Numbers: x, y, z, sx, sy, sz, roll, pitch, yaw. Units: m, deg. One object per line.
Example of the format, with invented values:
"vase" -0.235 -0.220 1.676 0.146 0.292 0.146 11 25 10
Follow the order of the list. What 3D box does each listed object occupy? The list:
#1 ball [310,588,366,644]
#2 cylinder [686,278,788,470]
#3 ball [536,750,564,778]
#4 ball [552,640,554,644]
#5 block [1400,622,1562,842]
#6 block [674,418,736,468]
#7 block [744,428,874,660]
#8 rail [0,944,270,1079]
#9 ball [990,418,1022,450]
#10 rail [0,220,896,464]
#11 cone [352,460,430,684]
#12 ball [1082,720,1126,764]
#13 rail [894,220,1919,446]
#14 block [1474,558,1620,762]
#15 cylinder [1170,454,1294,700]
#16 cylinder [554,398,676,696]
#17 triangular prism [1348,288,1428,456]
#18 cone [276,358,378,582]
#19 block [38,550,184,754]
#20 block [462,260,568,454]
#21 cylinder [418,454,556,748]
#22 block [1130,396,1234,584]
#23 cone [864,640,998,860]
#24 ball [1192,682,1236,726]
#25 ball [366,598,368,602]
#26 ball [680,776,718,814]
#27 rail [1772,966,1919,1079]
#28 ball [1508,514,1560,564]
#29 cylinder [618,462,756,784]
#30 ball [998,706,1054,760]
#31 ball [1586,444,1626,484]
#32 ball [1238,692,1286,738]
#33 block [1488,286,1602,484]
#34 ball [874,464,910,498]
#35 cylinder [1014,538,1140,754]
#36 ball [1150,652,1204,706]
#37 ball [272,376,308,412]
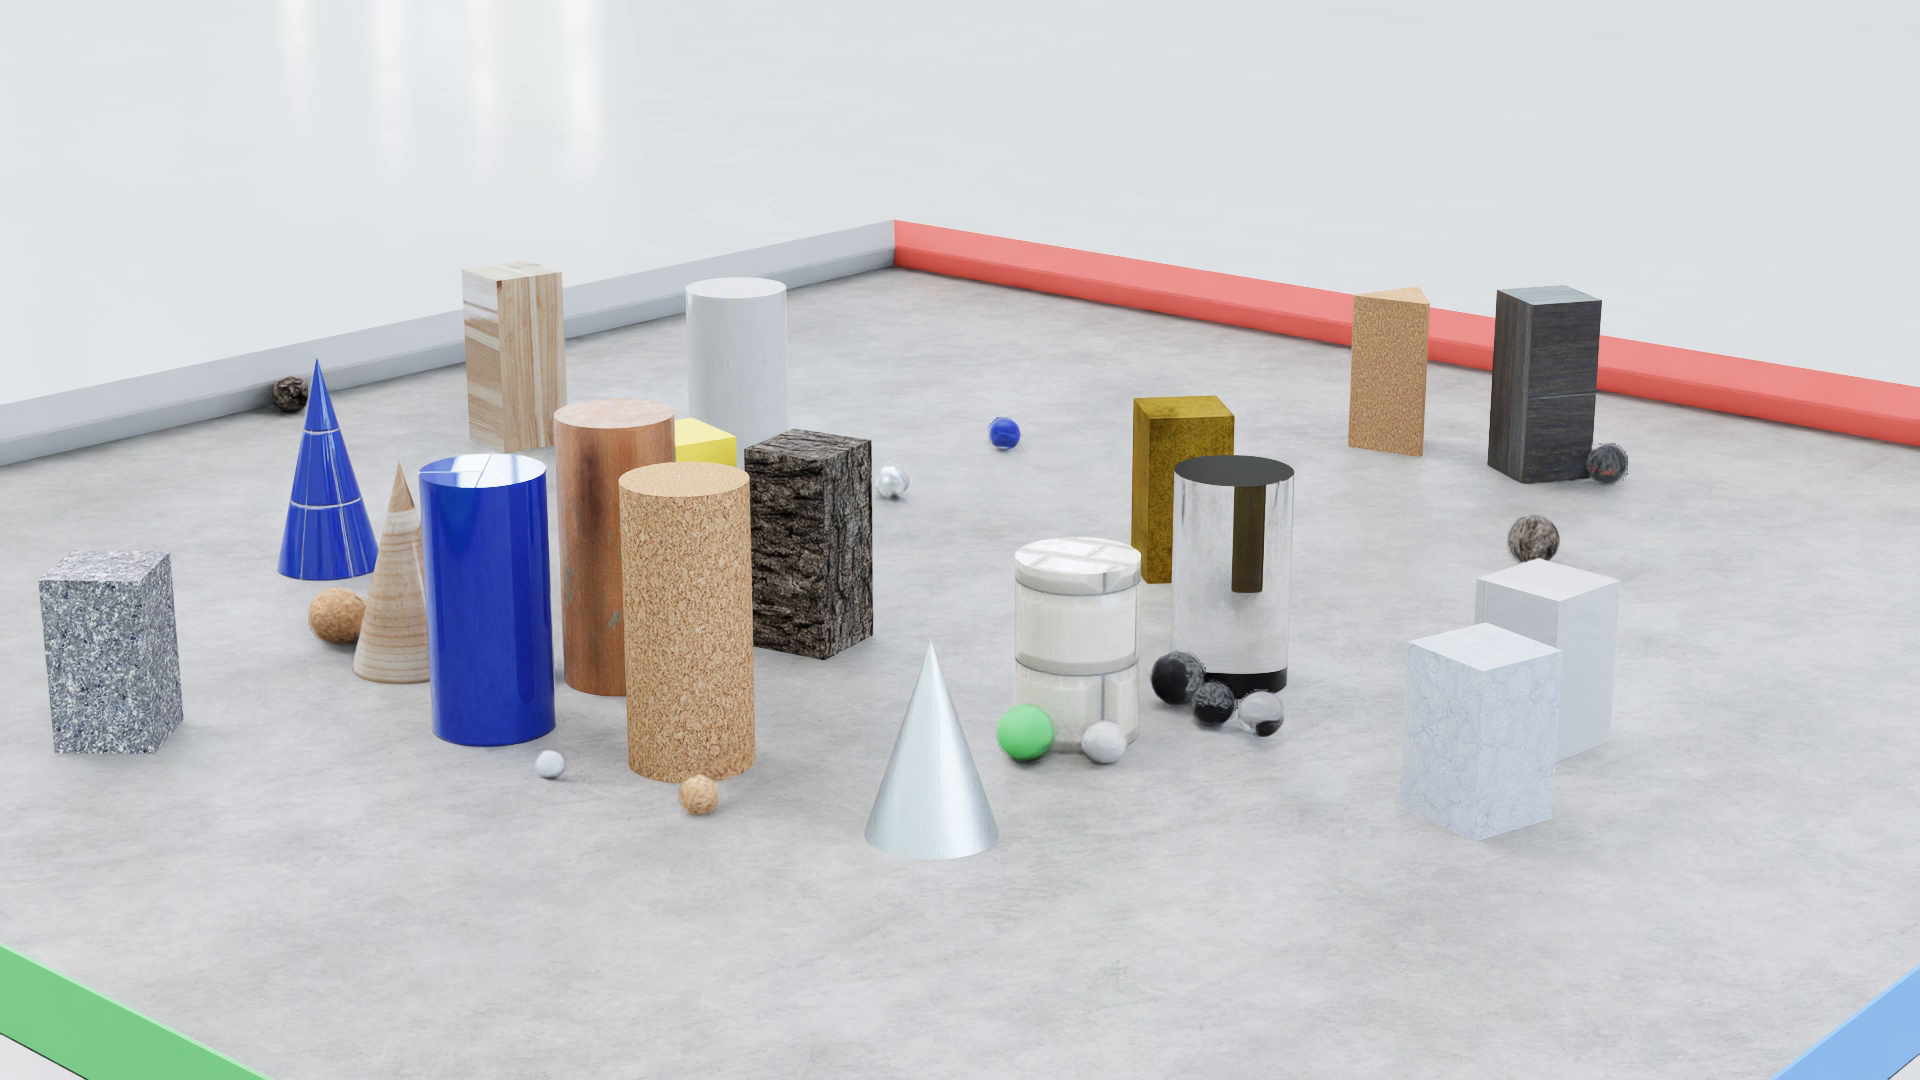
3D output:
"ball" -1.030 0.126 4.860 0.093 0.093 0.093 0 17 0
"cylinder" -0.419 -0.261 5.541 0.188 0.440 0.188 0 17 0
"ball" -0.599 0.328 4.283 0.041 0.041 0.041 0 17 0
"ball" -0.695 0.177 4.689 0.094 0.094 0.094 0 17 0
"block" 0.731 0.267 4.121 0.151 0.250 0.151 -11 20 -33
"block" -0.475 -0.018 4.922 0.151 0.332 0.151 -11 20 -32
"block" -0.248 0.005 4.836 0.151 0.338 0.151 9 19 29
"rail" -1.328 0.473 3.657 4.028 0.122 0.045 14 22 39
"ball" 0.093 -0.219 6.047 0.066 0.066 0.066 0 17 0
"rail" -1.503 -0.347 6.370 0.045 0.122 4.099 14 22 39
"cone" -0.893 0.038 4.715 0.188 0.345 0.188 0 17 0
"ball" 0.213 0.299 4.338 0.064 0.064 0.064 0 17 0
"rail" 1.328 -0.412 6.585 4.028 0.122 0.045 14 22 39
"block" 0.876 0.180 4.401 0.151 0.254 0.151 -15 22 -40
"cylinder" 0.430 0.057 4.647 0.188 0.348 0.188 0 17 0
"cylinder" -0.541 0.011 4.648 0.188 0.436 0.188 0 17 0
"triangular prism" 0.910 -0.353 6.054 0.163 0.319 0.141 10 19 29
"cone" -1.135 -0.139 5.228 0.188 0.386 0.188 0 17 0
"block" -1.275 0.168 4.413 0.151 0.271 0.151 1 17 2
"block" -0.921 -0.380 6.071 0.151 0.361 0.151 -12 21 -35
"cylinder" -0.713 0.090 4.435 0.188 0.406 0.188 0 17 0
"block" 0.394 -0.091 5.217 0.151 0.301 0.151 -2 17 -7
"cone" -0.040 0.272 4.045 0.188 0.285 0.188 0 17 0
"ball" 0.389 0.250 4.493 0.067 0.067 0.067 0 17 0
"ball" -0.948 0.114 4.901 0.092 0.092 0.092 0 17 0
"ball" -0.369 0.360 4.151 0.055 0.055 0.055 0 17 0
"rail" 1.503 0.408 3.872 0.045 0.122 4.099 14 22 39
"ball" 1.032 0.000 5.277 0.092 0.092 0.092 0 17 0
"cylinder" -0.398 0.120 4.292 0.188 0.434 0.188 0 17 0
"ball" 0.098 0.286 4.347 0.083 0.083 0.083 0 17 0
"ball" 1.279 -0.150 5.801 0.078 0.078 0.078 0 17 0
"ball" 0.457 0.264 4.442 0.070 0.070 0.070 0 17 0
"block" 1.163 -0.311 5.839 0.151 0.362 0.151 -5 18 -17
"ball" -0.133 -0.114 5.696 0.069 0.069 0.069 0 17 0
"cylinder" 0.177 0.158 4.425 0.188 0.283 0.188 0 17 0
"ball" 0.340 0.216 4.577 0.084 0.084 0.084 0 17 0
"ball" -1.449 -0.316 6.344 0.080 0.080 0.080 0 17 0
